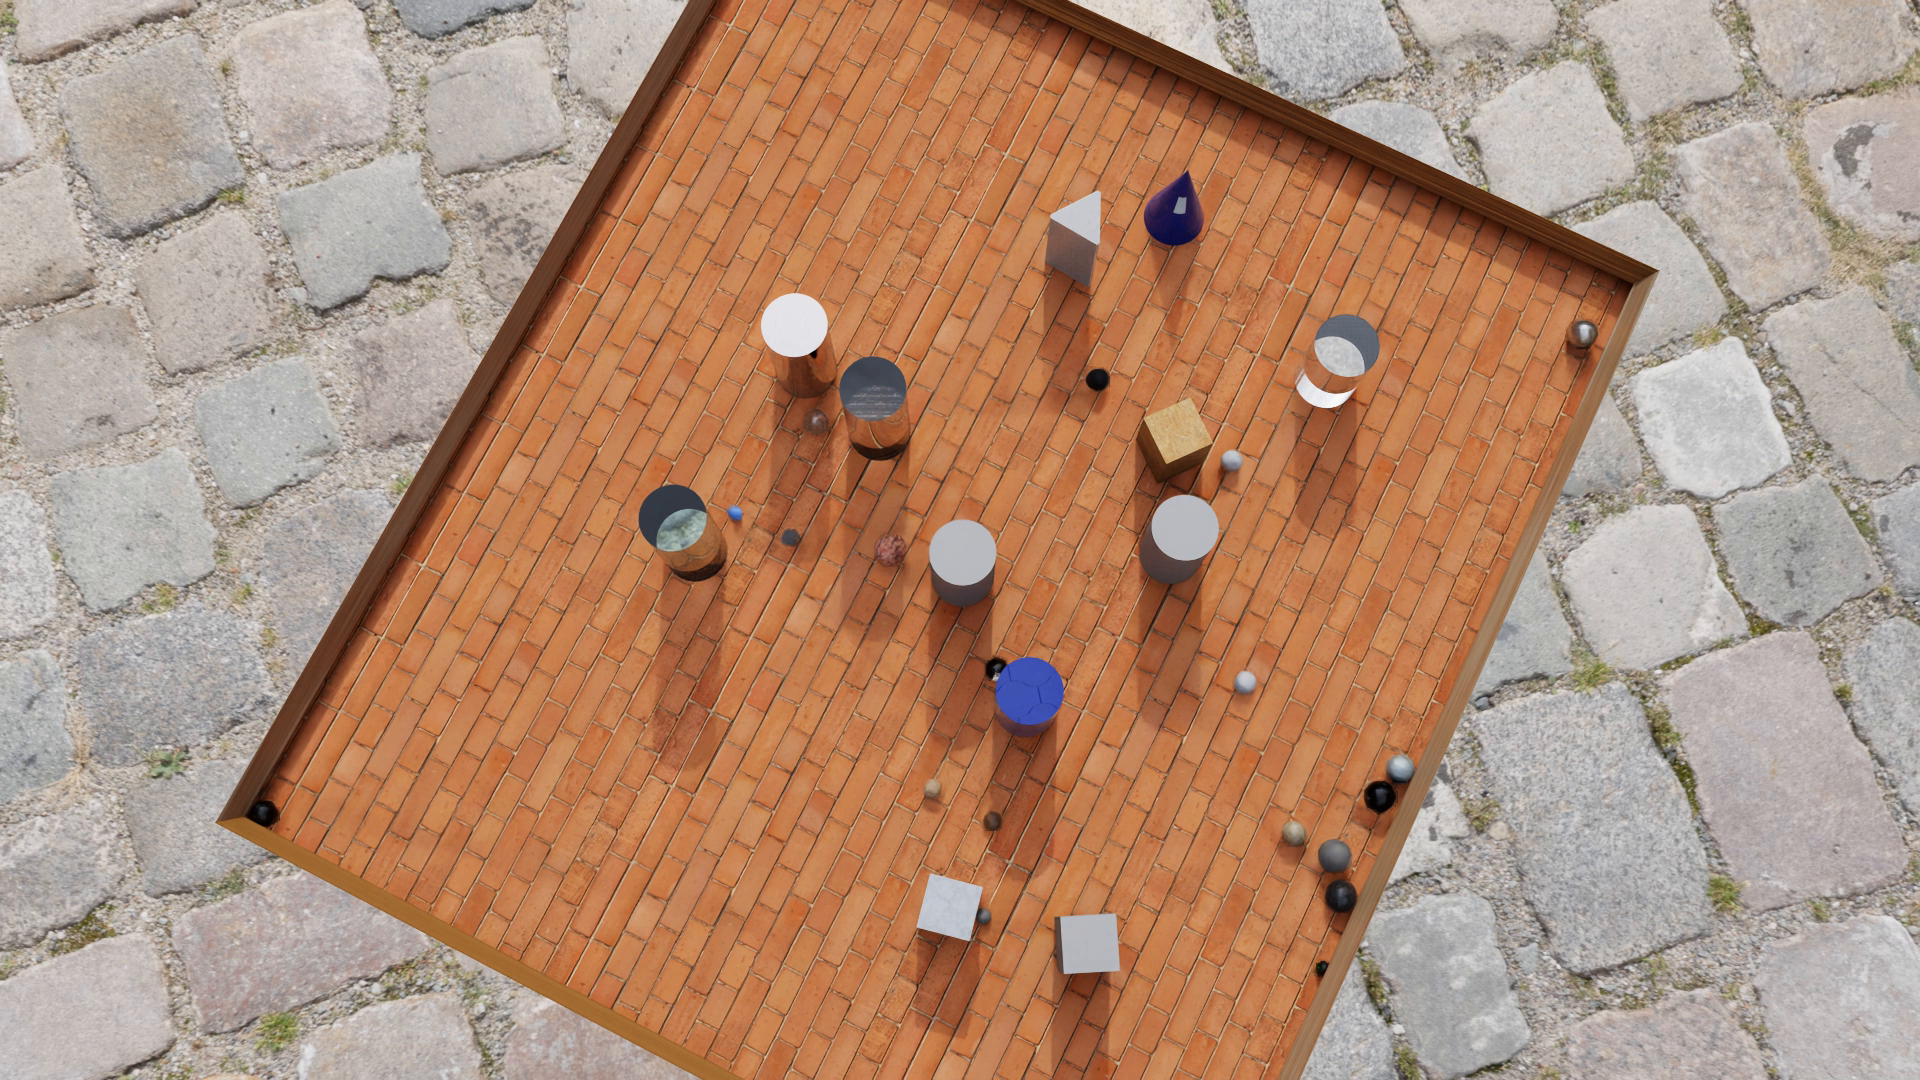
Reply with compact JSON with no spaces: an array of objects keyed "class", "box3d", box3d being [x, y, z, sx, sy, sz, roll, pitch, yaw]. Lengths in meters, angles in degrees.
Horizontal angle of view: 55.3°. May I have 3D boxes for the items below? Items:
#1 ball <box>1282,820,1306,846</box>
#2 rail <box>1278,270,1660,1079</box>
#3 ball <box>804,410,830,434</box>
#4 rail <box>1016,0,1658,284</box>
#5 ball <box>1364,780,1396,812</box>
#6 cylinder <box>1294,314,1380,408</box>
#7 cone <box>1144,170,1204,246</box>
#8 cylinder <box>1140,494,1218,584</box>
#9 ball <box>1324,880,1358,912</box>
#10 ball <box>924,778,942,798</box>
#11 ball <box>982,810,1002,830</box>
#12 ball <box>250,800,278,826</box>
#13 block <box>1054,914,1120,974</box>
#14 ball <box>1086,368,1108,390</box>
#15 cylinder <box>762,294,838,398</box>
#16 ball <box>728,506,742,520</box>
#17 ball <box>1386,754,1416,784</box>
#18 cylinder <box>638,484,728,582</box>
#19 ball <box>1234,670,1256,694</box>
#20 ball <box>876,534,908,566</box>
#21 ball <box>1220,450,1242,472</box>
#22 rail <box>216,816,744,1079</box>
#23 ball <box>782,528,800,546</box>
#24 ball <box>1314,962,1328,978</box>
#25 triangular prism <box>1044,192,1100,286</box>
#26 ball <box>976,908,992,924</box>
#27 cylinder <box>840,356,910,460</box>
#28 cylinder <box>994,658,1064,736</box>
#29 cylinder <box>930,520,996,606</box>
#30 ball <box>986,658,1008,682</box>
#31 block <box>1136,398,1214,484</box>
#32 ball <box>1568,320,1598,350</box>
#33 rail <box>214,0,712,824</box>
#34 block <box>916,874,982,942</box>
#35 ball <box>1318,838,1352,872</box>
[{"class":"ball","box3d":[0.983,0.863,5.401,0.073,0.073,0.073,0,78,0]},{"class":"rail","box3d":[1.372,0.678,5.411,0.045,0.125,3.445,26,80,5]},{"class":"ball","box3d":[-0.442,-0.364,5.652,0.078,0.078,0.078,0,78,0]},{"class":"rail","box3d":[0.760,-1.481,5.858,3.114,0.125,0.045,26,80,5]},{"class":"ball","box3d":[1.239,0.758,5.412,0.094,0.094,0.094,0,78,0]},{"class":"cylinder","box3d":[1.140,-0.539,5.559,0.193,0.332,0.193,0,78,0]},{"class":"cone","box3d":[0.681,-1.065,5.647,0.193,0.372,0.193,0,78,0]},{"class":"cylinder","box3d":[0.645,0.002,5.426,0.193,0.371,0.193,0,78,0]},{"class":"ball","box3d":[1.113,1.039,5.353,0.094,0.094,0.094,0,78,0]},{"class":"ball","box3d":[-0.081,0.735,5.435,0.057,0.057,0.057,0,78,0]},{"class":"ball","box3d":[0.096,0.829,5.416,0.056,0.056,0.056,0,78,0]},{"class":"ball","box3d":[-2.052,0.807,5.410,0.077,0.077,0.077,0,78,0]},{"class":"block","box3d":[0.358,1.145,5.210,0.154,0.333,0.154,-3,78,-1]},{"class":"ball","box3d":[0.426,-0.498,5.684,0.070,0.070,0.070,0,78,0]},{"class":"cylinder","box3d":[-0.479,-0.578,5.516,0.193,0.432,0.193,0,78,0]},{"class":"ball","box3d":[-0.686,-0.081,5.612,0.042,0.042,0.042,0,78,0]},{"class":"ball","box3d":[1.305,0.678,5.433,0.085,0.085,0.085,0,78,0]},{"class":"cylinder","box3d":[-0.808,-0.015,5.380,0.193,0.469,0.193,0,78,0]},{"class":"ball","box3d":[0.856,0.426,5.494,0.068,0.068,0.068,0,78,0]},{"class":"ball","box3d":[-0.208,0.031,5.561,0.096,0.096,0.096,0,78,0]},{"class":"ball","box3d":[0.832,-0.242,5.632,0.068,0.068,0.068,0,78,0]},{"class":"rail","box3d":[-0.760,1.495,5.242,3.114,0.125,0.045,26,80,5]},{"class":"ball","box3d":[-0.516,-0.008,5.592,0.052,0.052,0.052,0,78,0]},{"class":"ball","box3d":[1.057,1.250,5.334,0.046,0.046,0.046,0,78,0]},{"class":"triangular prism","box3d":[0.376,-0.939,5.620,0.167,0.373,0.145,31,80,6]},{"class":"ball","box3d":[0.069,1.101,5.365,0.047,0.047,0.047,0,78,0]},{"class":"cylinder","box3d":[-0.249,-0.386,5.461,0.193,0.461,0.193,0,78,0]},{"class":"cylinder","box3d":[0.197,0.461,5.344,0.193,0.347,0.193,0,78,0]},{"class":"cylinder","box3d":[0.008,0.072,5.419,0.193,0.358,0.193,0,78,0]},{"class":"ball","box3d":[0.113,0.389,5.499,0.073,0.073,0.073,0,78,0]},{"class":"block","box3d":[0.647,-0.299,5.549,0.154,0.252,0.154,-24,79,-5]},{"class":"ball","box3d":[1.938,-0.639,5.702,0.091,0.091,0.091,0,78,0]},{"class":"rail","box3d":[-1.372,-0.665,5.689,0.045,0.125,3.445,26,80,5]},{"class":"block","box3d":[-0.029,1.059,5.279,0.154,0.232,0.154,14,79,3]},{"class":"ball","box3d":[1.099,0.925,5.376,0.096,0.096,0.096,0,78,0]}]
